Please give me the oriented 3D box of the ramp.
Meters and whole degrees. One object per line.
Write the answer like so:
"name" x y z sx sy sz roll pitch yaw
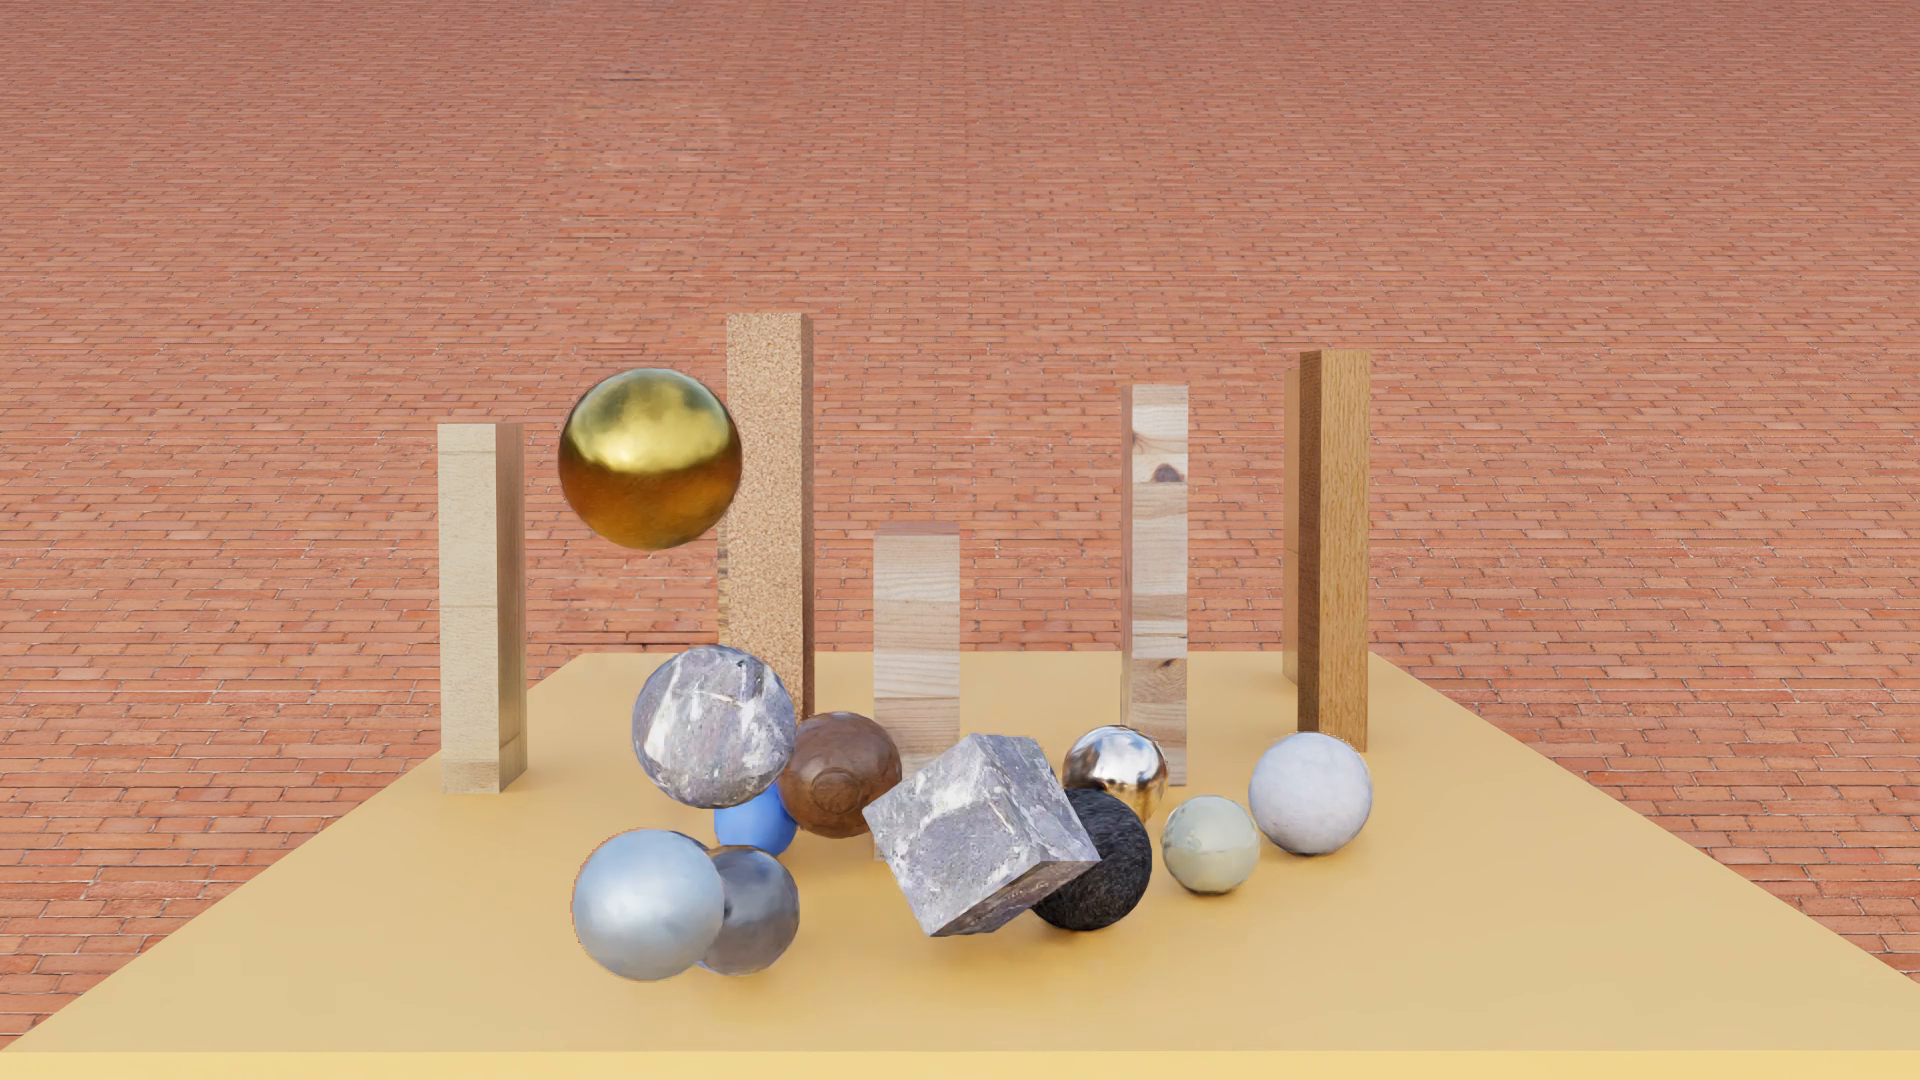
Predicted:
"ramp" 0.049 0.444 4.532 2.000 0.100 4.000 0 3 0

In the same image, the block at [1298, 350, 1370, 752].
"block" 0.695 0.014 4.790 0.088 0.729 0.294 0 3 0

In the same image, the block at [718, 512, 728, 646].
"block" -0.456 0.084 5.575 0.100 0.504 0.427 0 3 0

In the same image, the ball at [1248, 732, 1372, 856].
"ball" 0.492 0.357 3.614 0.173 0.173 0.173 0 21 0

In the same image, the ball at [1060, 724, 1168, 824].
"ball" 0.229 0.353 3.812 0.159 0.159 0.159 0 21 0

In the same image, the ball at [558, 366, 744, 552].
"ball" -0.344 -0.090 2.854 0.205 0.205 0.205 0 21 0

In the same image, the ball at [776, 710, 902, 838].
"ball" -0.165 0.319 3.489 0.173 0.173 0.173 0 21 0

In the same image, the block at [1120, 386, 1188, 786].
"block" 0.329 0.069 4.377 0.091 0.664 0.280 0 3 0

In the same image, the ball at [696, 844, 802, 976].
"ball" -0.250 0.413 2.865 0.147 0.147 0.147 0 21 0

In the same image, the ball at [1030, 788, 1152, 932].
"ball" 0.147 0.386 3.108 0.172 0.172 0.172 0 21 0

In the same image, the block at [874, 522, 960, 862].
"block" -0.060 0.210 3.751 0.119 0.453 0.388 0 3 0

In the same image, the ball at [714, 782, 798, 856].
"ball" -0.283 0.388 3.565 0.117 0.117 0.117 0 21 0

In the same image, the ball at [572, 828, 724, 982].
"ball" -0.320 0.375 2.646 0.155 0.155 0.155 0 21 0

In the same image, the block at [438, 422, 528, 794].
"block" -0.797 0.105 4.306 0.093 0.601 0.277 0 3 0

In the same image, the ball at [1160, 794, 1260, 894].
"ball" 0.325 0.395 3.333 0.129 0.129 0.129 0 21 0

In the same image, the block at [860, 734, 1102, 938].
"block" 0.025 0.341 2.966 0.166 0.166 0.166 -36 -20 19

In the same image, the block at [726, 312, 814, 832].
"block" -0.288 0.040 3.962 0.109 0.768 0.328 0 3 0

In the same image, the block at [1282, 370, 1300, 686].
"block" 0.796 -0.028 5.765 0.087 0.706 0.432 0 3 0

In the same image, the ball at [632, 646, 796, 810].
"ball" -0.287 0.219 3.002 0.191 0.191 0.191 0 21 0
